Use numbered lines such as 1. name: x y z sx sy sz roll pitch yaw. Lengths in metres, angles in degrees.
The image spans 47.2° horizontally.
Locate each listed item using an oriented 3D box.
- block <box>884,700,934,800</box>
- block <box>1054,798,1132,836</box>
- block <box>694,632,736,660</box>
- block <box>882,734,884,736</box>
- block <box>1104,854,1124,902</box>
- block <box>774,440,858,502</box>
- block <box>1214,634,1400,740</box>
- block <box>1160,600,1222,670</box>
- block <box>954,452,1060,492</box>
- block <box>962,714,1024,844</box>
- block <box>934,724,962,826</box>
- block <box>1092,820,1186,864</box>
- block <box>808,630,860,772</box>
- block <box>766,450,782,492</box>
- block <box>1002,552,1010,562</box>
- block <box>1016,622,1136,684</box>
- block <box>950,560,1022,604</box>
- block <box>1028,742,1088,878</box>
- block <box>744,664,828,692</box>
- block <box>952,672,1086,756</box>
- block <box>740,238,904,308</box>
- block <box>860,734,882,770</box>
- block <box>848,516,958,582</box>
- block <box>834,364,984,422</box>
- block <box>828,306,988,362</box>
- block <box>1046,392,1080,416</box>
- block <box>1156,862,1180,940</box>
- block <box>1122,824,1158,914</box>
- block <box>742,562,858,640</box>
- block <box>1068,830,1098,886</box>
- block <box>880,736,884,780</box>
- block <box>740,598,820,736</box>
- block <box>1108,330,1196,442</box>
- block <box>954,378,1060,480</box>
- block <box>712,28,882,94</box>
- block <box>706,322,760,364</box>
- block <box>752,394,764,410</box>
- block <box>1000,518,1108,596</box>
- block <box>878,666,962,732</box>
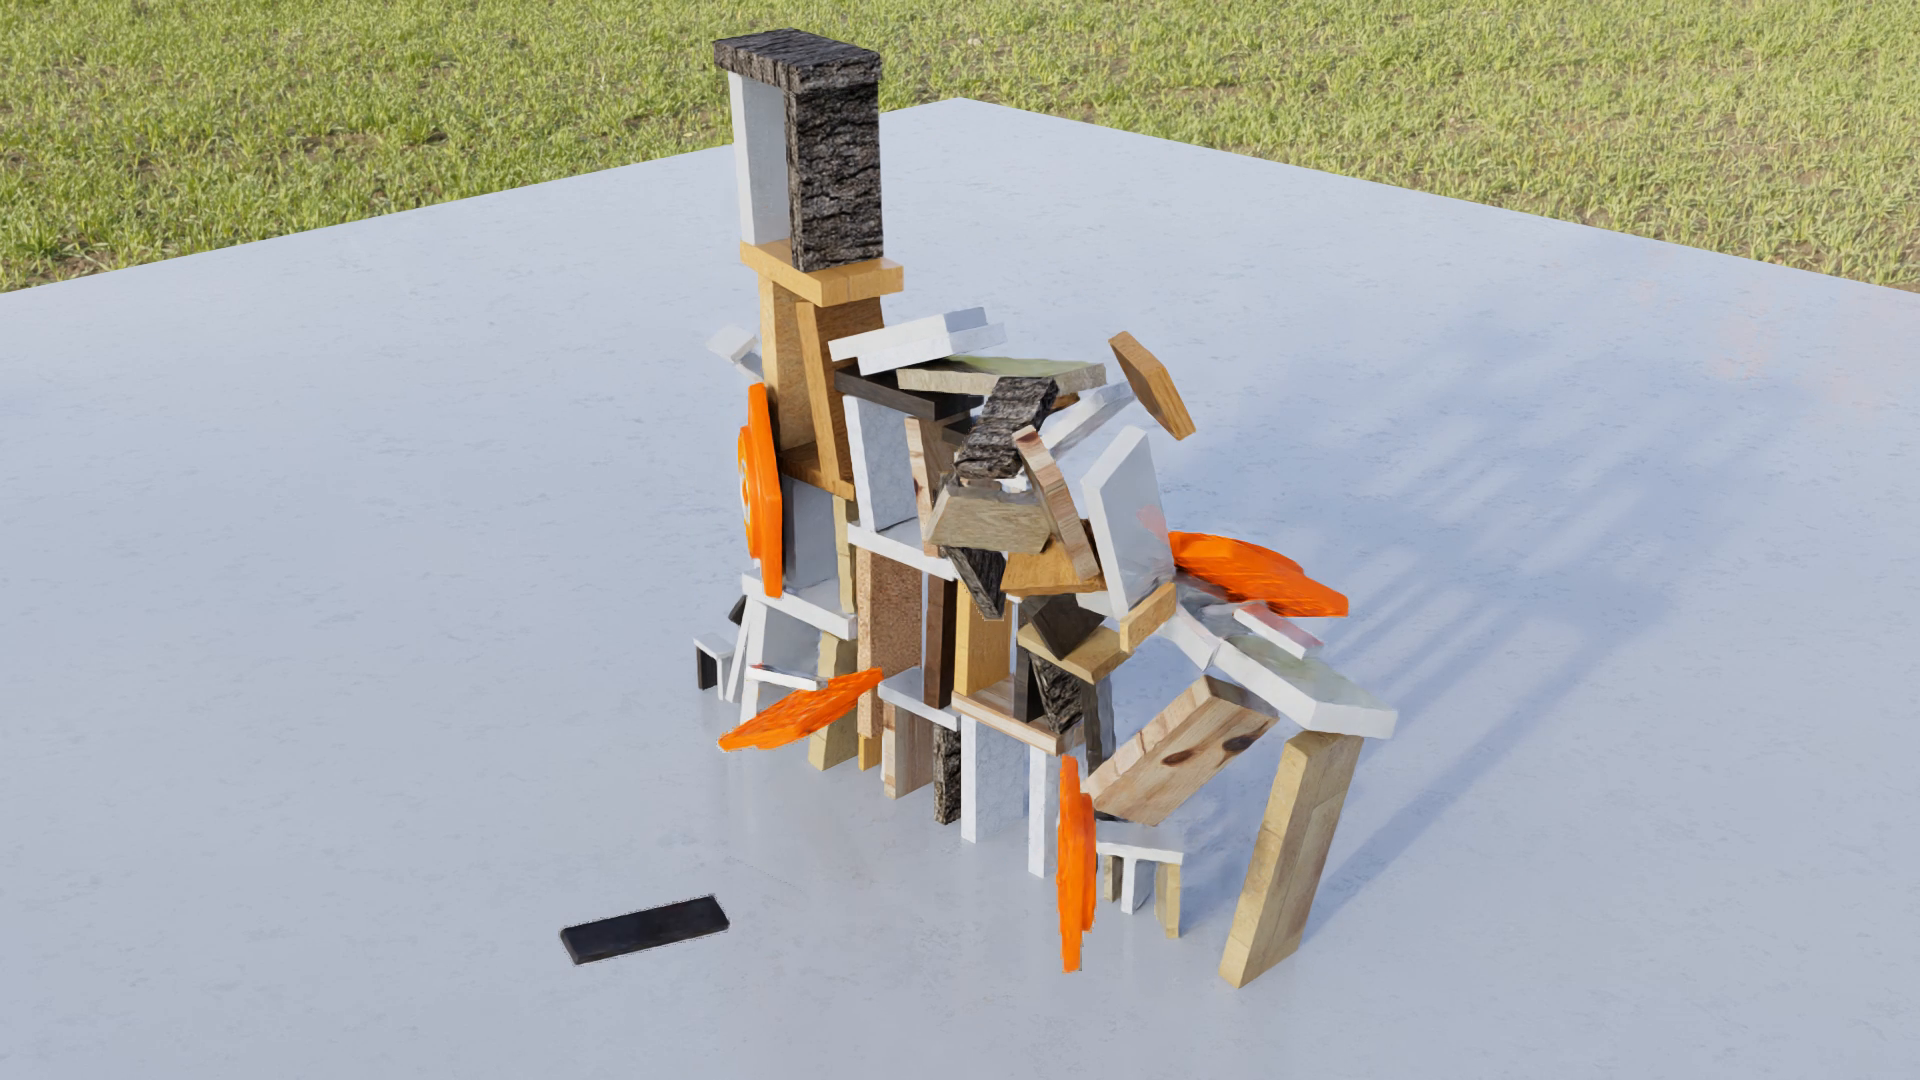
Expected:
1. block: -0.105 0.413 4.508 0.109 0.219 0.031 -21 31 -41
2. block: 0.254 0.528 4.143 0.132 0.019 0.066 10 35 28
3. block: -0.547 0.237 4.915 0.053 0.015 0.105 -15 27 -32
4. block: -0.157 0.384 4.571 0.051 0.015 0.103 -19 30 -39
5. block: 0.300 0.610 4.154 0.019 0.132 0.066 15 27 37
6. block: -0.250 -0.142 4.441 0.123 0.035 0.247 -21 30 -40
7. block: 0.568 0.241 3.714 0.171 0.048 0.342 9 14 -28
8. block: 0.365 0.145 3.593 0.020 0.069 0.138 -34 67 -26
9. block: 0.087 -0.138 4.077 0.182 0.026 0.091 21 31 40
10. block: 0.065 0.449 4.350 0.039 0.275 0.138 21 31 41
11. block: -0.003 0.453 4.414 0.031 0.219 0.109 21 31 40
12. block: 0.325 0.549 4.000 0.165 0.023 0.082 7 22 5
13. block: -0.226 0.311 4.601 0.166 0.331 0.047 -22 41 -41
14. block: -0.348 -0.150 4.633 0.091 0.026 0.183 -3 23 -13
15. block: 0.072 0.023 3.902 0.063 0.018 0.126 -45 35 -22
16. block: 0.206 0.184 3.948 0.103 0.029 0.205 -35 38 -24
17. block: 0.107 0.068 4.136 0.239 0.034 0.120 21 31 40
18. block: 0.195 0.500 4.230 0.039 0.275 0.138 21 31 41
19. block: -0.278 0.221 3.536 0.121 0.017 0.060 11 4 15
20. block: 0.130 0.330 4.229 0.275 0.039 0.138 21 31 41
21. block: -0.277 -0.546 4.350 0.179 0.051 0.357 -15 27 -27
22. block: -0.188 0.429 4.617 0.015 0.103 0.051 23 32 39
23. block: -0.069 0.004 4.324 0.286 0.041 0.143 20 30 39
24. block: -0.099 -0.293 4.222 0.271 0.038 0.135 21 30 40
25. block: -0.100 -0.393 4.191 0.275 0.039 0.138 -10 5 35
26. block: 0.121 -0.230 4.025 0.099 0.028 0.198 -18 -2 -36
27. block: 0.382 0.640 4.040 0.023 0.165 0.082 -4 23 -7
28. block: 0.334 0.610 4.093 0.023 0.165 0.082 21 41 27
29. block: -0.284 0.113 4.578 0.331 0.047 0.166 21 31 41
30. block: 0.236 0.587 4.203 0.019 0.132 0.066 19 34 37
31. block: -0.139 0.448 4.572 0.051 0.103 0.015 -19 34 -39
32. block: -0.383 0.251 4.742 0.166 0.331 0.047 -21 41 -40
33. block: 0.315 -0.256 3.619 0.035 0.125 0.249 -30 21 0
34. block: 0.074 -0.179 3.494 0.100 0.028 0.200 2 49 32
35. block: -0.313 -0.917 4.198 0.174 0.049 0.348 -17 28 -29
36. block: -0.477 -0.413 4.606 0.070 0.020 0.139 -42 31 -10
37. block: -0.384 -0.289 4.640 0.102 0.014 0.051 11 39 34
38. block: 0.166 0.029 3.600 0.033 0.115 0.230 28 -20 -35
39. block: -0.050 0.317 4.413 0.219 0.031 0.109 20 30 39
